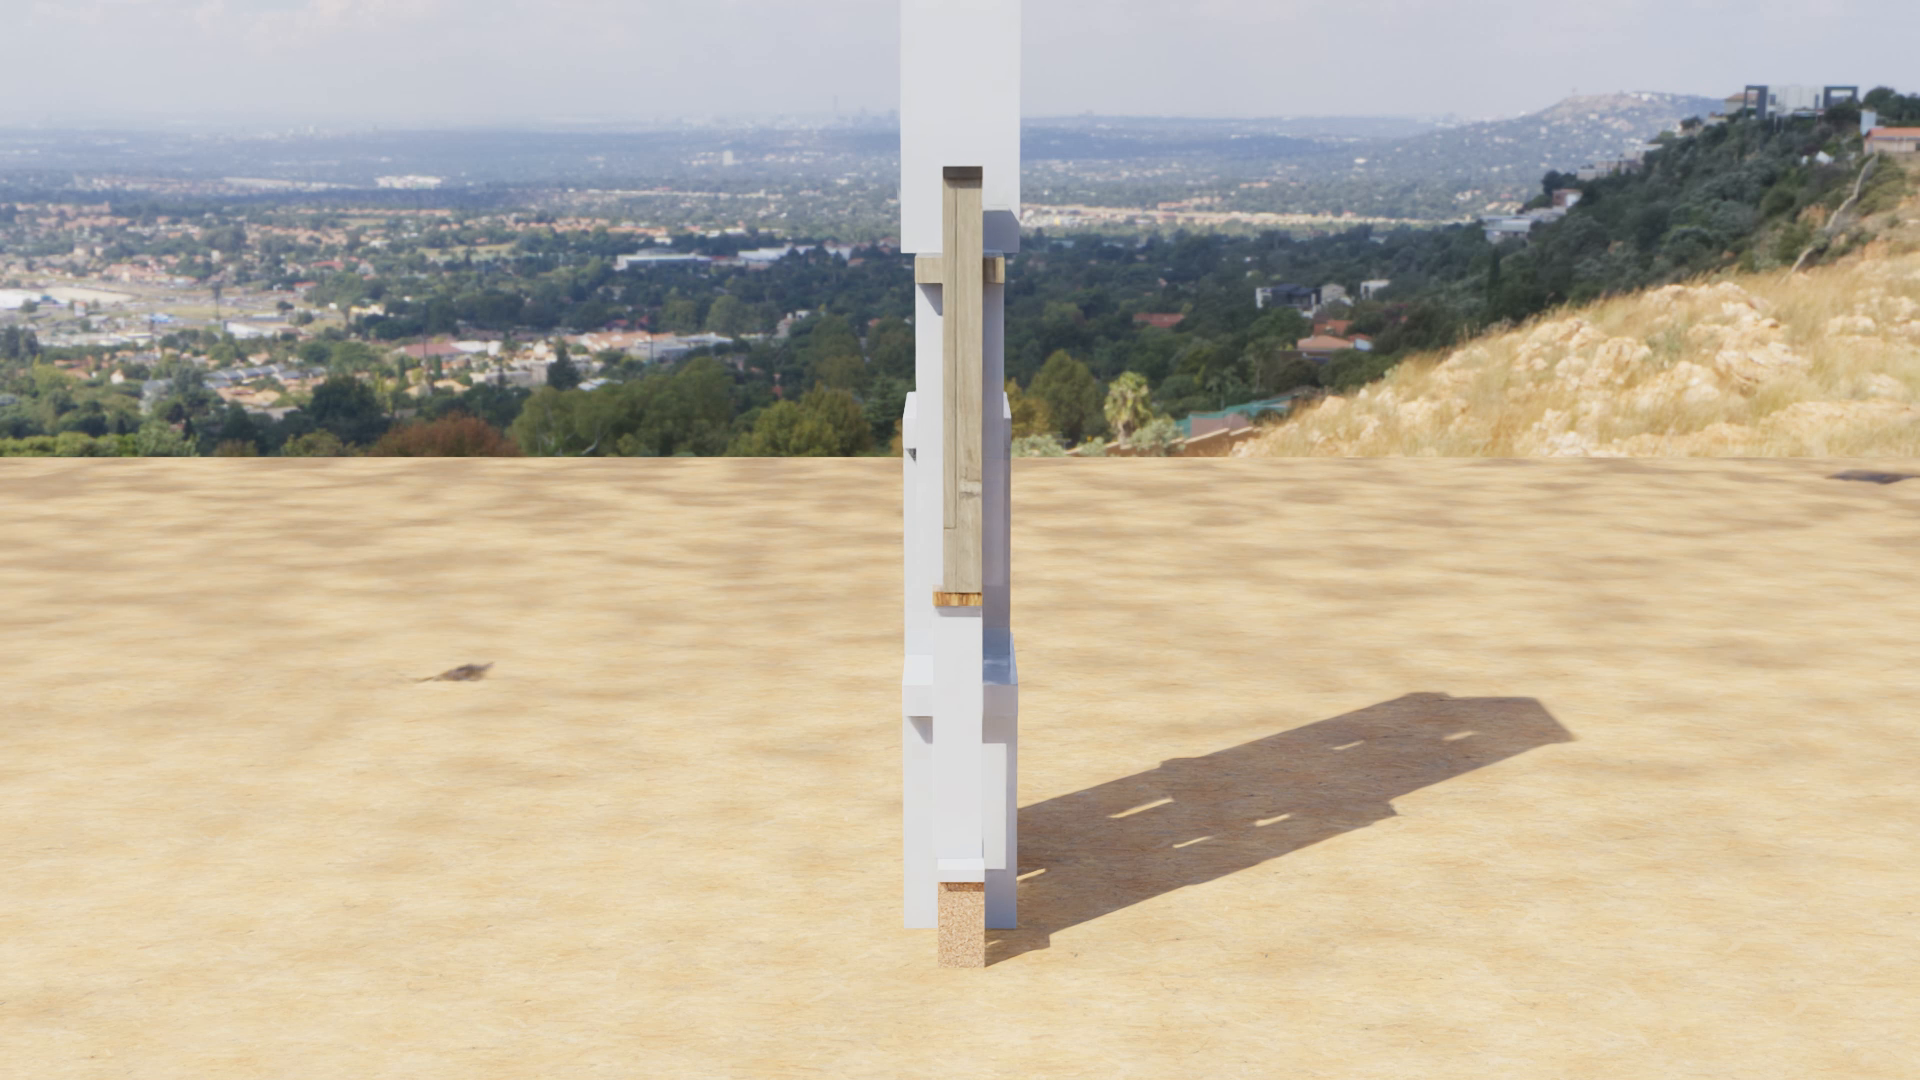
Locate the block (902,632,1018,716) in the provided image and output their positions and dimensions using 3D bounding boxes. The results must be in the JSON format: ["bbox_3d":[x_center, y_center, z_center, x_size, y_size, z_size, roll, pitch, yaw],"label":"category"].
[{"bbox_3d":[0.000,0.215,3.580,0.180,0.051,0.359,0,11,0],"label":"block"}]

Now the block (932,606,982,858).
[{"bbox_3d":[-0.004,0.288,3.324,0.074,0.397,0.021,0,10,0],"label":"block"}]

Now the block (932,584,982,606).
[{"bbox_3d":[-0.004,0.073,3.335,0.074,0.021,0.148,0,11,0],"label":"block"}]

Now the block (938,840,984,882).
[{"bbox_3d":[0.002,0.491,3.372,0.071,0.020,0.141,0,11,0],"label":"block"}]

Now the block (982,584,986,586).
[{"bbox_3d":[-0.003,-0.032,3.483,0.085,0.209,0.024,0,10,0],"label":"block"}]

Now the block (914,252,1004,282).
[{"bbox_3d":[-0.001,-0.415,3.319,0.130,0.037,0.259,0,10,0],"label":"block"}]

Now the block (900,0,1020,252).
[{"bbox_3d":[0.000,-0.792,3.267,0.178,0.723,0.050,0,10,0],"label":"block"}]

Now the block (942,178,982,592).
[{"bbox_3d":[0.004,-0.222,3.207,0.057,0.605,0.016,0,11,1],"label":"block"}]

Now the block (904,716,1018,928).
[{"bbox_3d":[0.001,0.439,3.500,0.180,0.359,0.051,0,11,0],"label":"block"}]

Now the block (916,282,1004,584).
[{"bbox_3d":[0.000,-0.159,3.286,0.130,0.454,0.037,0,10,0],"label":"block"}]

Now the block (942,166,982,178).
[{"bbox_3d":[0.004,-0.534,3.187,0.057,0.016,0.114,0,11,0],"label":"block"}]

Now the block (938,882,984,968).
[{"bbox_3d":[0.002,0.579,3.340,0.071,0.141,0.020,0,10,0],"label":"block"}]

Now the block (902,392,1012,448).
[{"bbox_3d":[-0.005,-0.201,3.661,0.172,0.049,0.345,0,11,0],"label":"block"}]

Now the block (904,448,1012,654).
[{"bbox_3d":[-0.004,0.013,3.584,0.172,0.345,0.049,0,11,0],"label":"block"}]
